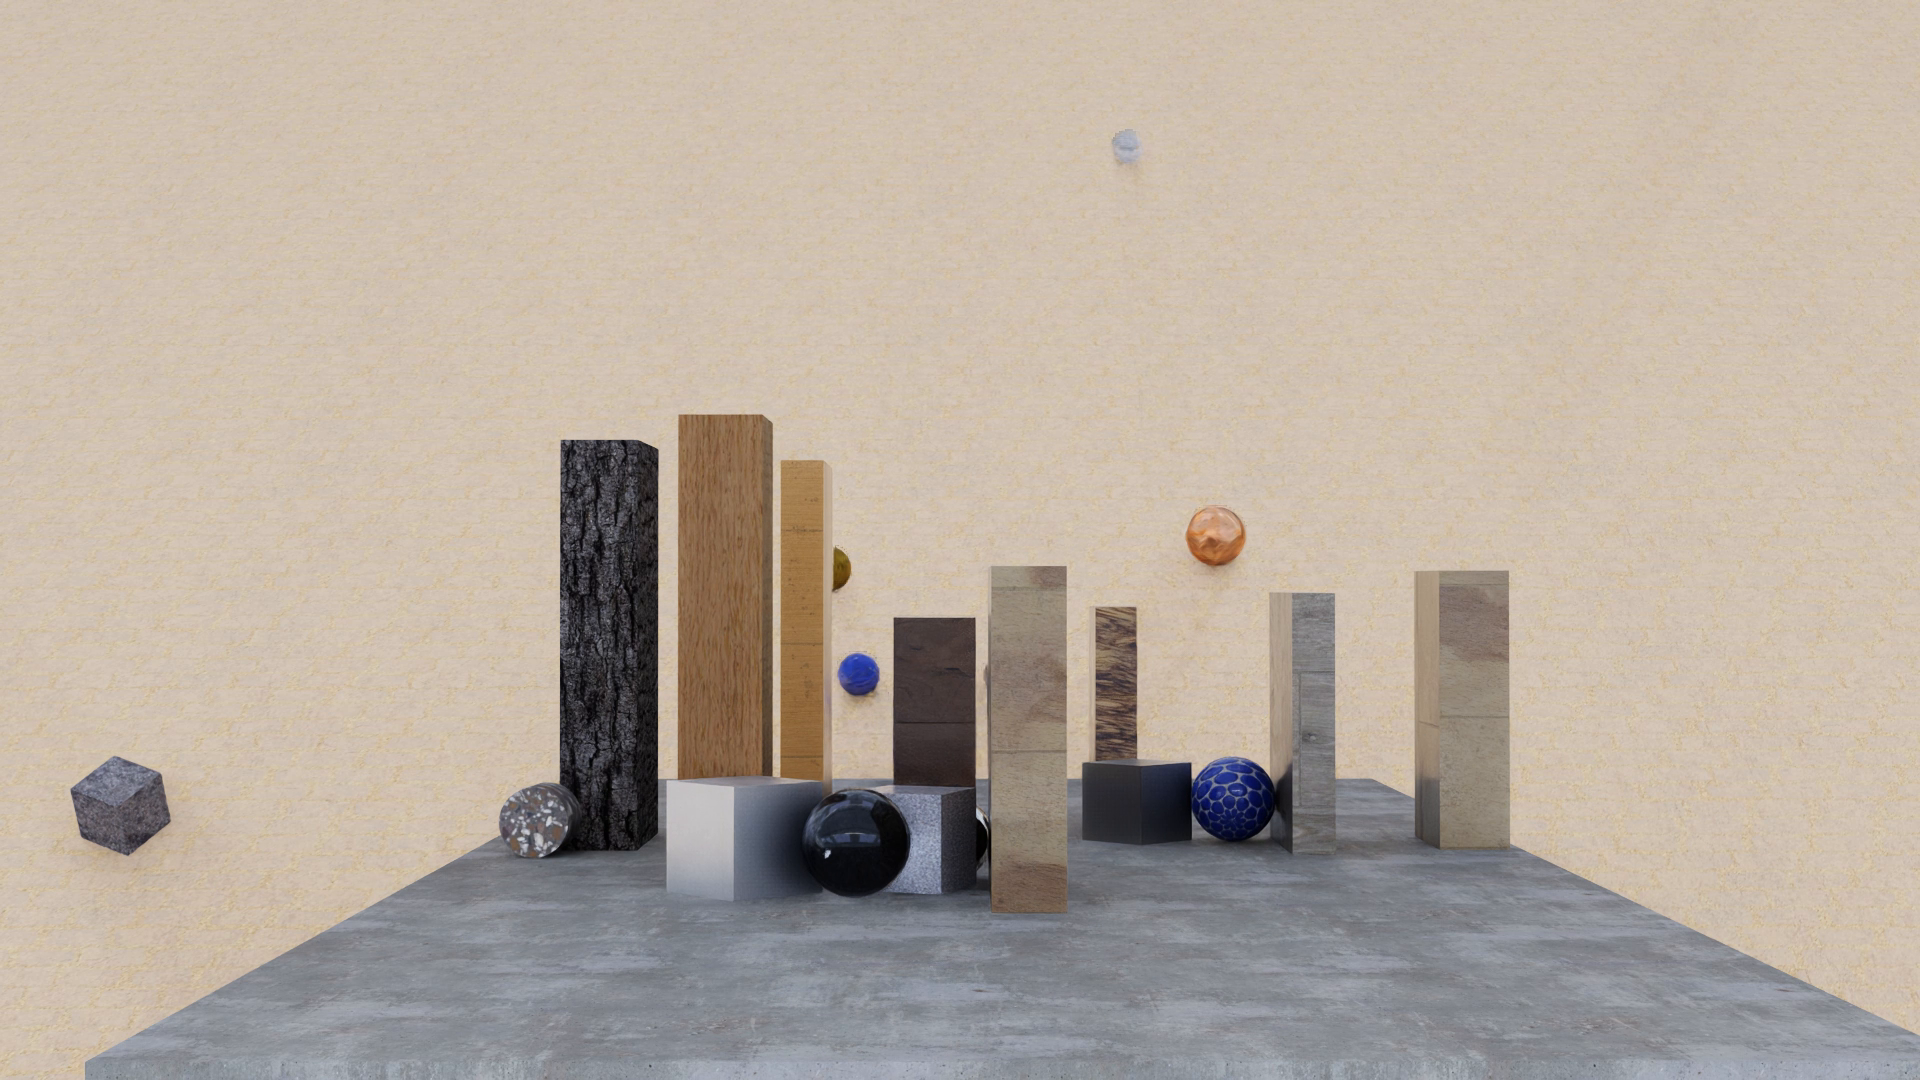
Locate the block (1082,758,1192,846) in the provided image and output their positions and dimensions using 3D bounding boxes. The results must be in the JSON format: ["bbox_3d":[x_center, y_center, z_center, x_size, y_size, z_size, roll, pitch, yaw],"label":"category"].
[{"bbox_3d":[0.350,0.516,5.130,0.153,0.153,0.153,-1,-1,45],"label":"block"}]

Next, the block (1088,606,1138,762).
[{"bbox_3d":[0.316,0.367,5.368,0.084,0.459,0.255,0,-1,0],"label":"block"}]

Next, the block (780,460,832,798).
[{"bbox_3d":[-0.349,0.217,5.922,0.095,0.780,0.401,0,-1,0],"label":"block"}]

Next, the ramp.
[{"bbox_3d":[0.073,0.637,4.745,2.000,0.100,4.000,0,-1,0],"label":"ramp"}]

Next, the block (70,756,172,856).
[{"bbox_3d":[-2.154,0.681,6.658,0.159,0.159,0.159,16,36,23],"label":"block"}]

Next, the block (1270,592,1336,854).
[{"bbox_3d":[0.661,0.347,5.022,0.080,0.489,0.352,0,-1,0],"label":"block"}]

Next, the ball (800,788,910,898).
[{"bbox_3d":[-0.168,0.488,4.186,0.177,0.177,0.177,0,33,0],"label":"ball"}]

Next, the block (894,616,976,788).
[{"bbox_3d":[-0.046,0.365,4.830,0.148,0.446,0.326,0,-1,0],"label":"block"}]

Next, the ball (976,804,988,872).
[{"bbox_3d":[-0.010,0.513,4.467,0.137,0.137,0.137,0,33,0],"label":"ball"}]

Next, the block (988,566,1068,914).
[{"bbox_3d":[0.106,0.311,4.212,0.116,0.534,0.441,0,-1,0],"label":"block"}]

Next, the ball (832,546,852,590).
[{"bbox_3d":[-0.384,0.084,7.613,0.131,0.131,0.131,0,33,0],"label":"ball"}]

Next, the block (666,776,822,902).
[{"bbox_3d":[-0.354,0.487,4.260,0.182,0.182,0.182,1,-1,-42],"label":"block"}]

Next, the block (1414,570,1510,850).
[{"bbox_3d":[0.979,0.326,5.071,0.134,0.532,0.271,0,-1,0],"label":"block"}]

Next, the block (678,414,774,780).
[{"bbox_3d":[-0.407,0.186,4.520,0.143,0.794,0.252,0,-1,0],"label":"block"}]

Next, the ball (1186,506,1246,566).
[{"bbox_3d":[0.761,-0.012,7.719,0.177,0.177,0.177,0,33,0],"label":"ball"}]

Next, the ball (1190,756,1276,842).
[{"bbox_3d":[0.537,0.509,5.101,0.167,0.167,0.167,0,33,0],"label":"ball"}]

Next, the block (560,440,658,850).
[{"bbox_3d":[-0.687,0.202,5.103,0.147,0.781,0.346,0,-1,0],"label":"block"}]

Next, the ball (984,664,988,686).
[{"bbox_3d":[0.122,0.374,7.177,0.114,0.114,0.114,0,33,0],"label":"ball"}]

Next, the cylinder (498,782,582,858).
[{"bbox_3d":[-0.786,0.524,4.861,0.130,0.130,0.130,2,-1,3],"label":"cylinder"}]

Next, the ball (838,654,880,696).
[{"bbox_3d":[-0.280,0.372,7.177,0.118,0.118,0.118,0,33,0],"label":"ball"}]

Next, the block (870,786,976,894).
[{"bbox_3d":[-0.077,0.499,4.332,0.162,0.162,0.162,0,-1,21],"label":"block"}]

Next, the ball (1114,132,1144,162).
[{"bbox_3d":[0.659,-1.535,10.141,0.119,0.119,0.119,0,33,0],"label":"ball"}]
